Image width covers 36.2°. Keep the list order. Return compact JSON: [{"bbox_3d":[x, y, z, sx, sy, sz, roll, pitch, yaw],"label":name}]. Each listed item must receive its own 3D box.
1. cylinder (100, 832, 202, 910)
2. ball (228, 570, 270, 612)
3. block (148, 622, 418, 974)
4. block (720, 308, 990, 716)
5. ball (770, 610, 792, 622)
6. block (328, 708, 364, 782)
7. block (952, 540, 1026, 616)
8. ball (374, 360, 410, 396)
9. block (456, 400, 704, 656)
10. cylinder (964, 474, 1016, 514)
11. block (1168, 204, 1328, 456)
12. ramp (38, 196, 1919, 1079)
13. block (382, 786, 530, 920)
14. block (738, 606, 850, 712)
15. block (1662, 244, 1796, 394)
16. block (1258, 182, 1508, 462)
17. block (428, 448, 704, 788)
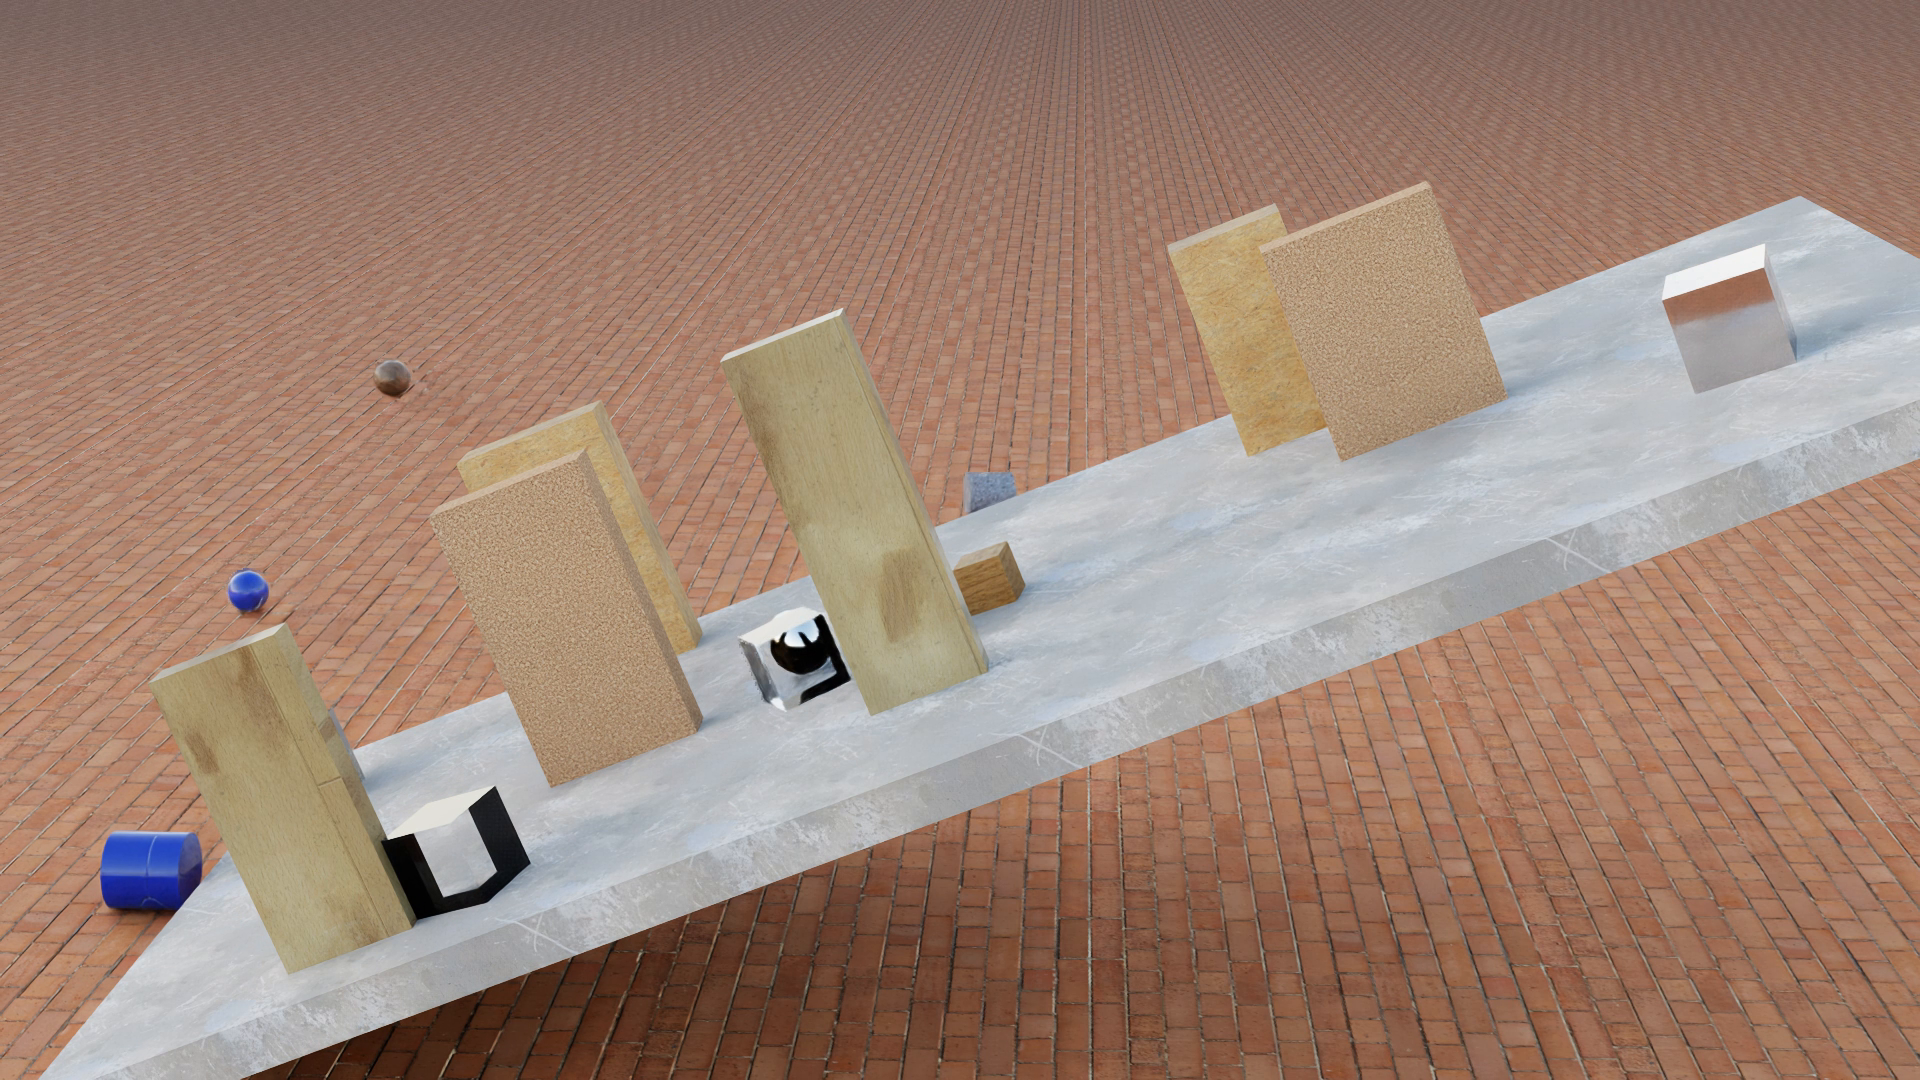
[{"bbox_3d":[-1.875,0.767,6.826,0.180,0.180,0.180,1,14,3],"label":"cylinder"},{"bbox_3d":[-2.270,0.163,9.380,0.130,0.130,0.130,0,14,0],"label":"ball"},{"bbox_3d":[-1.295,0.500,5.660,0.266,0.631,0.089,-21,12,7],"label":"block"},{"bbox_3d":[-0.202,-0.051,5.770,0.250,0.765,0.084,-21,12,7],"label":"block"},{"bbox_3d":[-0.362,0.218,6.405,0.135,0.135,0.135,0,14,0],"label":"ball"},{"bbox_3d":[-1.575,0.547,7.026,0.190,0.190,0.190,-19,12,15],"label":"block"},{"bbox_3d":[0.063,0.082,6.300,0.107,0.107,0.107,-19,12,17],"label":"block"},{"bbox_3d":[-2.483,-0.708,12.860,0.157,0.157,0.157,0,14,0],"label":"ball"},{"bbox_3d":[-0.909,0.024,7.061,0.353,0.623,0.134,-21,12,7],"label":"block"},{"bbox_3d":[0.108,-0.156,10.607,0.163,0.163,0.163,-2,14,-10],"label":"cylinder"},{"bbox_3d":[0.684,-0.476,6.671,0.261,0.498,0.141,-21,12,7],"label":"block"},{"bbox_3d":[0.124,0.173,6.290,4.000,0.100,2.000,-21,12,7],"label":"ramp"},{"bbox_3d":[-0.980,0.608,5.727,0.172,0.172,0.172,-16,13,27],"label":"block"},{"bbox_3d":[-0.350,0.250,6.197,0.154,0.154,0.154,-26,12,-16],"label":"block"},{"bbox_3d":[1.499,-0.431,5.725,0.199,0.199,0.199,-18,13,21],"label":"block"},{"bbox_3d":[0.901,-0.463,6.260,0.377,0.483,0.100,-21,12,7],"label":"block"},{"bbox_3d":[-0.834,0.168,6.255,0.342,0.639,0.107,-21,12,7],"label":"block"}]
